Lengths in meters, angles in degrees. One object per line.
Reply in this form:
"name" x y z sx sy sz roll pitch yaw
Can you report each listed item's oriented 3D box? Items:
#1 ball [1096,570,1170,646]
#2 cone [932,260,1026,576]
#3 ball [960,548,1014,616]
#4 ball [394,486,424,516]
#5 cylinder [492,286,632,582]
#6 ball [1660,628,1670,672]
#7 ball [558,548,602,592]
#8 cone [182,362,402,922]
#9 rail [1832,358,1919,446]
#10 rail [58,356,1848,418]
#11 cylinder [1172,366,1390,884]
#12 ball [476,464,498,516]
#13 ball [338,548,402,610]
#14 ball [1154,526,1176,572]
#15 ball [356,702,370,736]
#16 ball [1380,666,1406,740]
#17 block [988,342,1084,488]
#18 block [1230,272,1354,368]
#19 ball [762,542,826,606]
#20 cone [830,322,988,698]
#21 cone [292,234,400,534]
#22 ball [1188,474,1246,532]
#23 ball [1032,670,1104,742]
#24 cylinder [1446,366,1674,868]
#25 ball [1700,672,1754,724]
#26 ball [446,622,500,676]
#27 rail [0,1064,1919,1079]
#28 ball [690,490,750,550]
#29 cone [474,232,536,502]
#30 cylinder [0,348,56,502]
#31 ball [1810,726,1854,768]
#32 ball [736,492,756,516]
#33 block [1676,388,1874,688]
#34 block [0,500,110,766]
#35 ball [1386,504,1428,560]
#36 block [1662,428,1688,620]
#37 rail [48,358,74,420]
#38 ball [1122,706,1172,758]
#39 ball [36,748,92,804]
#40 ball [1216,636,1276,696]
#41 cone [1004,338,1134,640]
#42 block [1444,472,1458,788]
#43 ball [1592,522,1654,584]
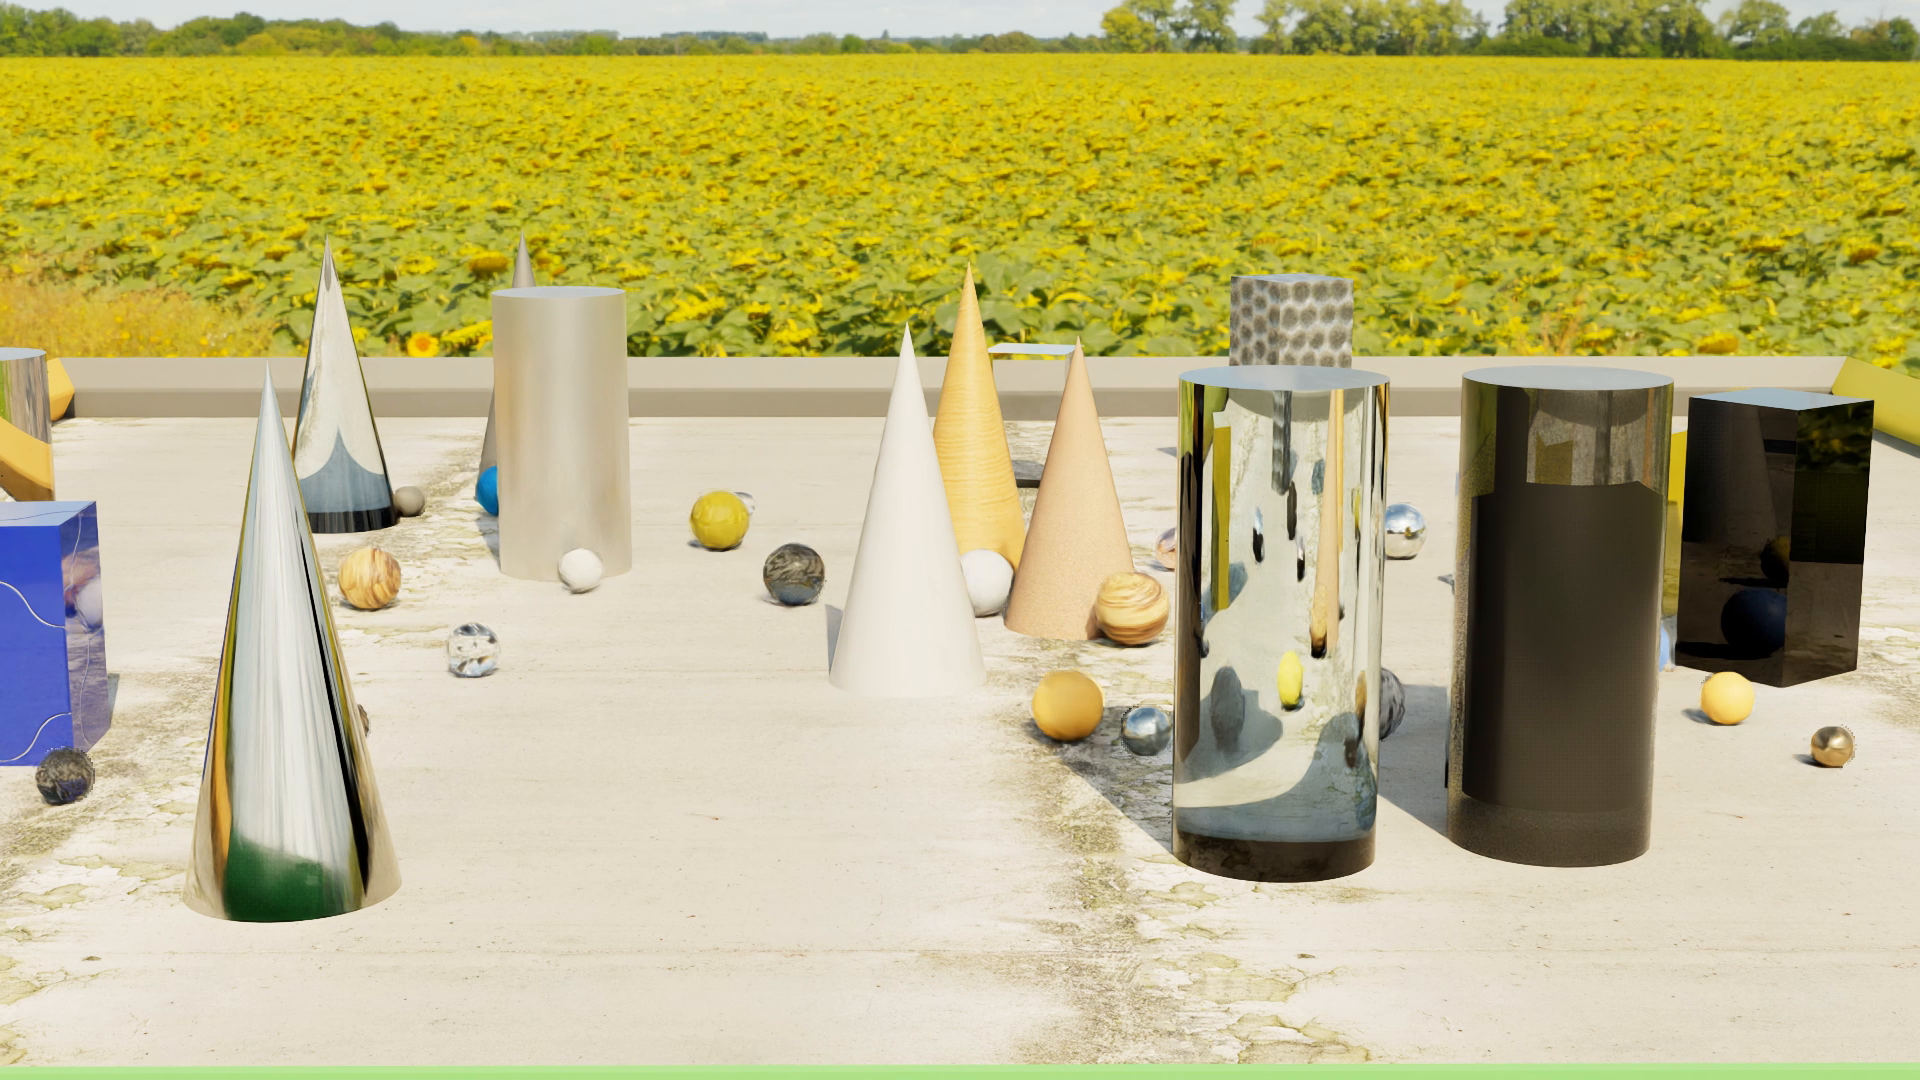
"ball" 0.218 0.086 3.239 0.095 0.095 0.095 0 11 0
"cone" 0.013 -0.180 3.709 0.190 0.447 0.190 0 11 0
"ball" 0.029 0.056 3.416 0.090 0.090 0.090 0 11 0
"ball" -0.895 -0.063 4.164 0.051 0.051 0.051 0 11 0
"cylinder" -0.573 -0.156 3.699 0.190 0.403 0.190 0 11 0
"ball" 0.796 0.128 3.038 0.086 0.086 0.086 0 11 0
"ball" -0.528 0.042 3.568 0.061 0.061 0.061 0 11 0
"cone" -0.596 0.078 2.250 0.190 0.474 0.190 0 11 0
"rail" 1.832 0.030 3.460 0.045 0.123 3.821 0 11 0
"rail" -0.011 -0.314 5.304 3.710 0.123 0.045 0 11 0
"cylinder" 0.293 0.072 2.359 0.190 0.446 0.190 0 11 0
"ball" -0.741 -0.080 4.160 0.085 0.085 0.085 0 11 0
"ball" -0.795 0.052 3.455 0.084 0.084 0.084 0 11 0
"ball" 0.314 0.013 3.717 0.064 0.064 0.064 0 11 0
"ball" -0.661 0.198 2.736 0.060 0.060 0.060 0 11 0
"ball" 0.438 0.176 2.778 0.088 0.088 0.088 0 11 0
"block" 0.126 -0.219 4.498 0.152 0.234 0.152 3 11 15
"block" 0.575 -0.278 4.476 0.152 0.359 0.152 -6 12 -27
"ball" -0.225 0.046 3.481 0.085 0.085 0.085 0 11 0
"cone" -0.062 -0.044 3.031 0.190 0.428 0.190 0 11 0
"cone" -0.992 -0.254 4.064 0.190 0.462 0.190 0 11 0
"ball" 0.404 -0.057 4.023 0.091 0.091 0.091 0 11 0
"ball" 0.117 0.180 2.784 0.078 0.078 0.078 0 11 0
"cylinder" 0.559 0.066 2.403 0.190 0.440 0.190 0 11 0
"ball" 0.855 0.176 2.857 0.059 0.059 0.059 0 11 0
"ball" -0.584 0.132 3.077 0.065 0.065 0.065 0 11 0
"rail" 0.011 0.377 1.594 3.710 0.123 0.045 0 11 0
"ball" -0.363 -0.031 3.879 0.091 0.091 0.091 0 11 0
"cone" -0.729 -0.296 4.310 0.190 0.455 0.190 0 11 0
"cylinder" -1.355 -0.092 3.553 0.190 0.330 0.190 0 11 0
"ball" 0.912 0.216 2.684 0.044 0.044 0.044 0 11 0
"ball" -0.353 -0.056 4.144 0.044 0.044 0.044 0 11 0
"block" 0.982 -0.007 3.097 0.152 0.330 0.152 -8 13 -37
"block" -1.011 0.098 2.738 0.152 0.256 0.152 -1 11 -4
"ball" 0.652 -0.013 3.806 0.083 0.083 0.083 0 11 0
"block" 0.856 -0.022 3.401 0.152 0.249 0.152 9 14 41
"rail" -1.832 0.034 3.439 0.045 0.123 3.821 0 11 0
"ball" 0.198 0.203 2.723 0.054 0.054 0.054 0 11 0
"ball" -0.891 0.235 2.553 0.054 0.054 0.054 0 11 0
"ball" 0.332 0.147 2.982 0.070 0.070 0.070 0 11 0
"cone" 0.152 -0.077 3.336 0.190 0.381 0.190 0 11 0
"block" 0.582 0.093 2.640 0.152 0.301 0.152 2 11 11
"ball" 0.937 0.018 3.626 0.087 0.087 0.087 0 11 0
